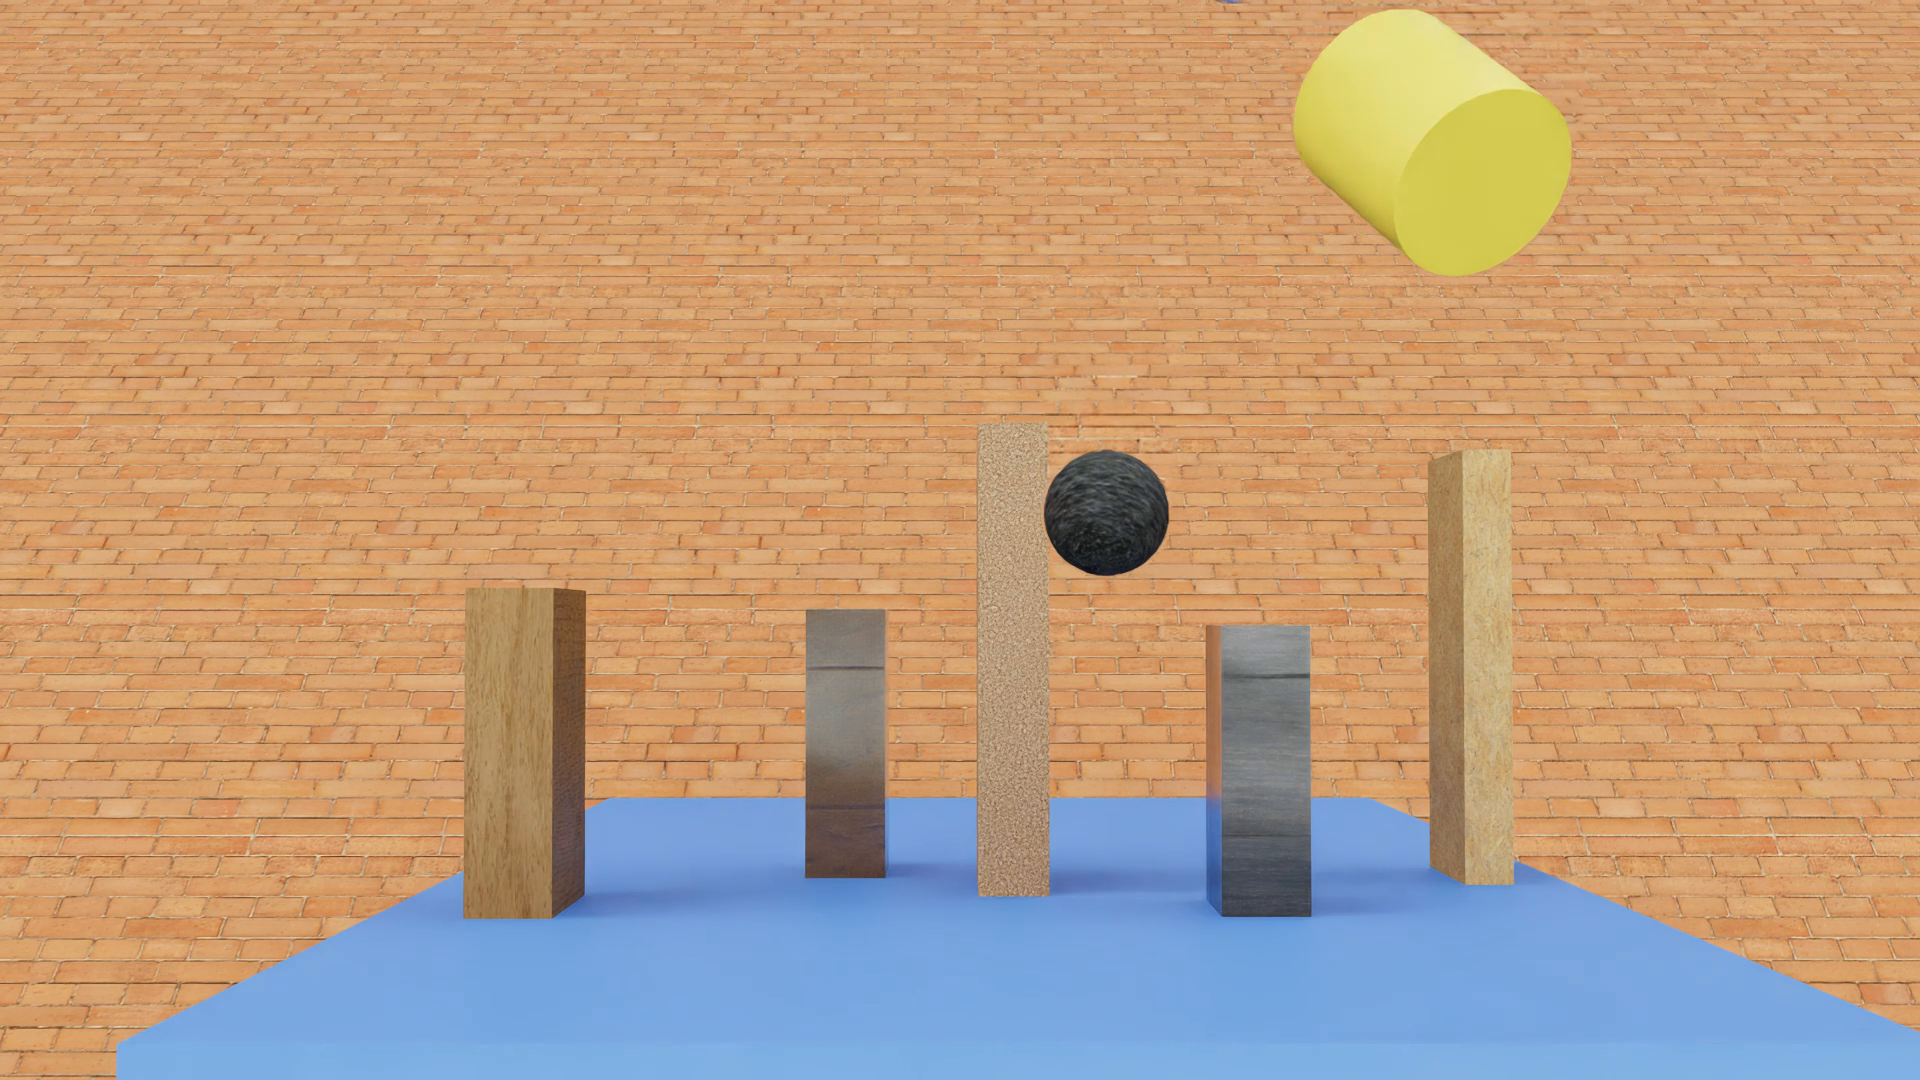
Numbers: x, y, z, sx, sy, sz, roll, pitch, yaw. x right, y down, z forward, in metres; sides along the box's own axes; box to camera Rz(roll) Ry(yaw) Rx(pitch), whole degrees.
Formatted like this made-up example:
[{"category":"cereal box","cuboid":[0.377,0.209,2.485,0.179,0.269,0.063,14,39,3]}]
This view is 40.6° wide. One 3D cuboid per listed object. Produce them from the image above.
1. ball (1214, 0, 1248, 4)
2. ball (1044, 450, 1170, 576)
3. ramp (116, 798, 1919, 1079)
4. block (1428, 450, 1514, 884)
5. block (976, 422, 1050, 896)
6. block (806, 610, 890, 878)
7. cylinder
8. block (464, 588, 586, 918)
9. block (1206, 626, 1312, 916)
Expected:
[{"category":"ball","cuboid":[0.260,-0.573,2.479,0.120,0.120,0.120,0,35,0]},{"category":"ball","cuboid":[0.166,-0.031,2.946,0.142,0.142,0.142,0,35,0]},{"category":"ramp","cuboid":[0.077,0.665,4.838,2.000,0.100,4.000,0,-2,0]},{"category":"block","cuboid":[0.931,0.228,4.748,0.085,0.766,0.344,0,-2,0]},{"category":"block","cuboid":[0.091,0.207,4.590,0.120,0.799,0.411,0,-2,0]},{"category":"block","cuboid":[-0.207,0.372,4.823,0.144,0.485,0.261,0,-2,0]},{"category":"cylinder","cuboid":[0.457,-0.388,2.523,0.194,0.194,0.194,-14,38,-18]},{"category":"block","cuboid":[-0.704,0.338,4.228,0.138,0.515,0.355,0,-2,0]},{"category":"block","cuboid":[0.480,0.366,4.201,0.140,0.456,0.255,0,-2,0]}]
